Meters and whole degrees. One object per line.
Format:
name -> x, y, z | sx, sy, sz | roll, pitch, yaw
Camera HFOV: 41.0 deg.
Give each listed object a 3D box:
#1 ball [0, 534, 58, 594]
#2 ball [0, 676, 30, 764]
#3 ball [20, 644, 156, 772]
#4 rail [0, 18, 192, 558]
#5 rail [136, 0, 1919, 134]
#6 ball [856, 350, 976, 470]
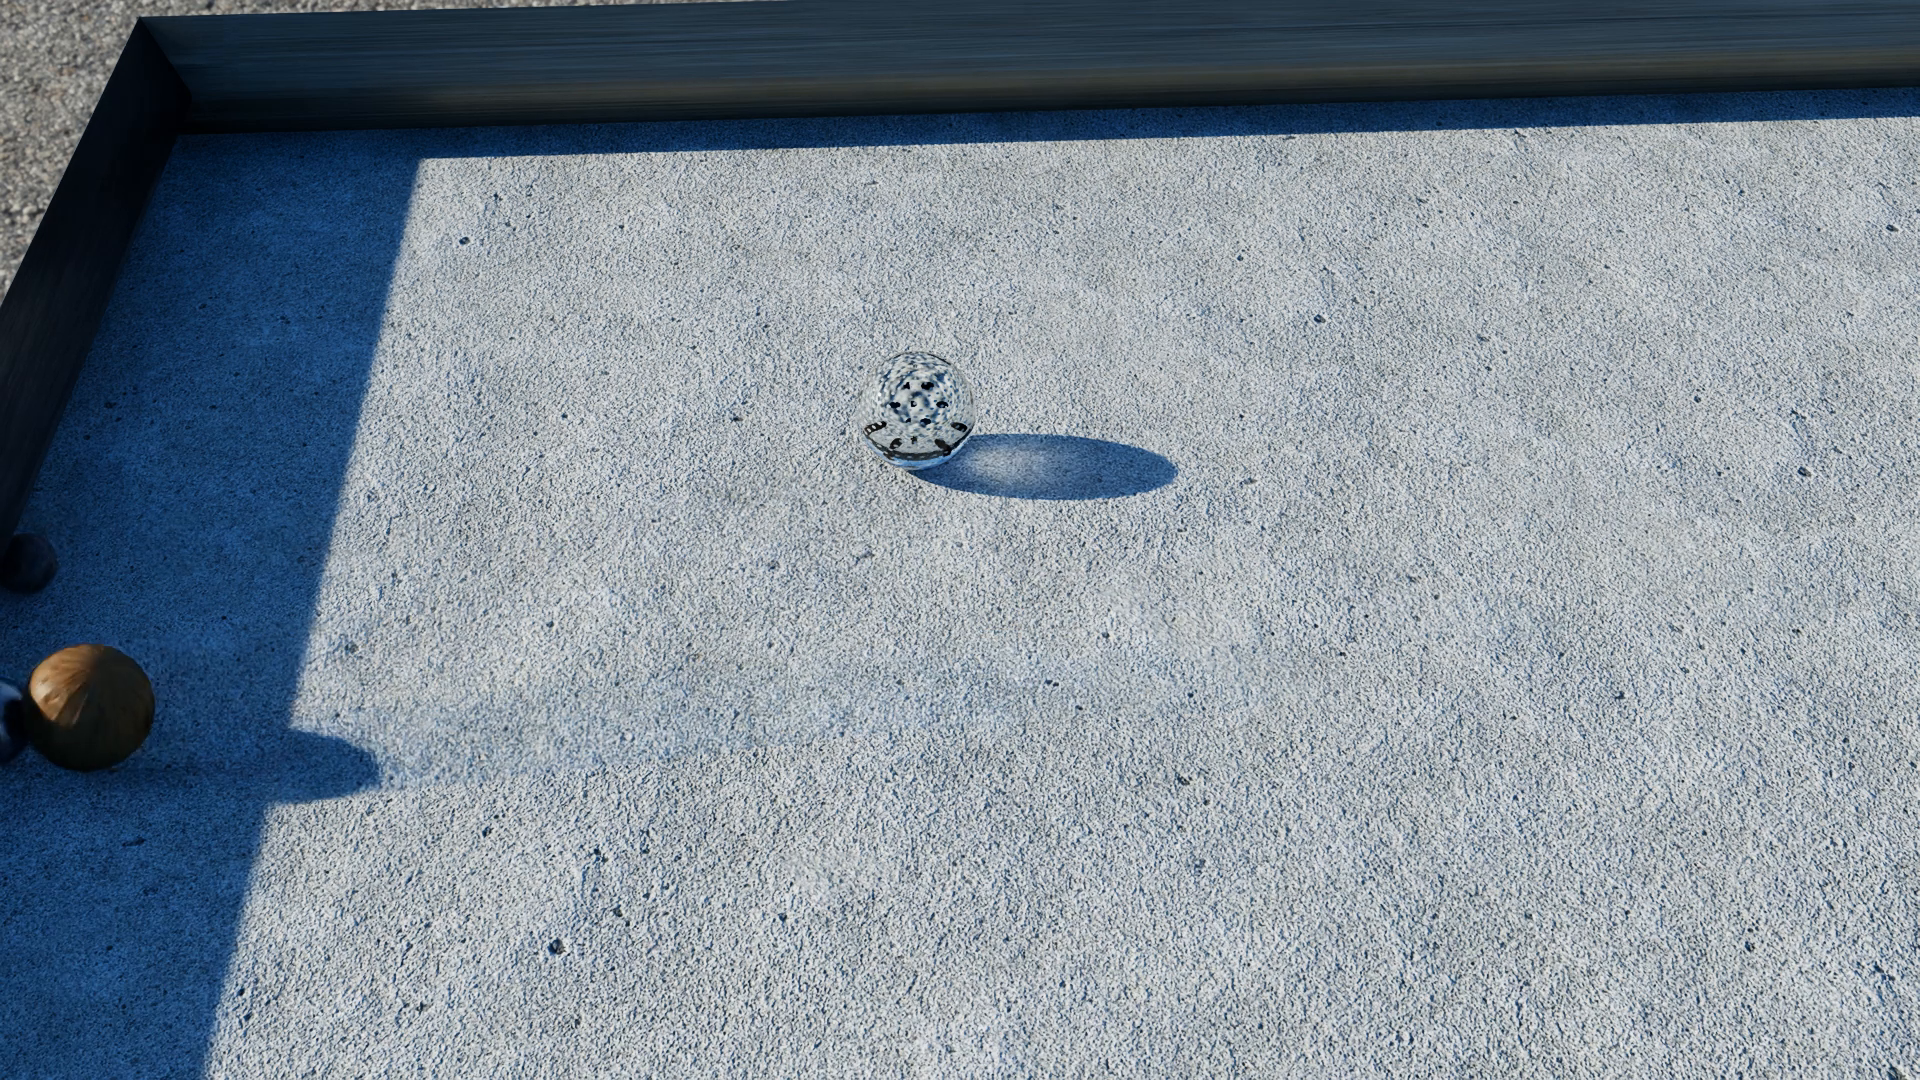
ball -> -0.640, 0.016, 1.760 | 0.040, 0.040, 0.040 | 0, 36, 0
ball -> -0.611, 0.113, 1.609 | 0.058, 0.058, 0.058 | 0, 36, 0
ball -> -0.543, 0.104, 1.599 | 0.080, 0.080, 0.080 | 0, 36, 0
rail -> -0.659, 0.005, 1.711 | 0.045, 0.114, 1.457 | -2, 36, -3
rail -> 0.639, -0.452, 2.351 | 2.736, 0.114, 0.045 | -2, 36, -3
ball -> -0.032, -0.094, 1.874 | 0.088, 0.088, 0.088 | 0, 36, 0
